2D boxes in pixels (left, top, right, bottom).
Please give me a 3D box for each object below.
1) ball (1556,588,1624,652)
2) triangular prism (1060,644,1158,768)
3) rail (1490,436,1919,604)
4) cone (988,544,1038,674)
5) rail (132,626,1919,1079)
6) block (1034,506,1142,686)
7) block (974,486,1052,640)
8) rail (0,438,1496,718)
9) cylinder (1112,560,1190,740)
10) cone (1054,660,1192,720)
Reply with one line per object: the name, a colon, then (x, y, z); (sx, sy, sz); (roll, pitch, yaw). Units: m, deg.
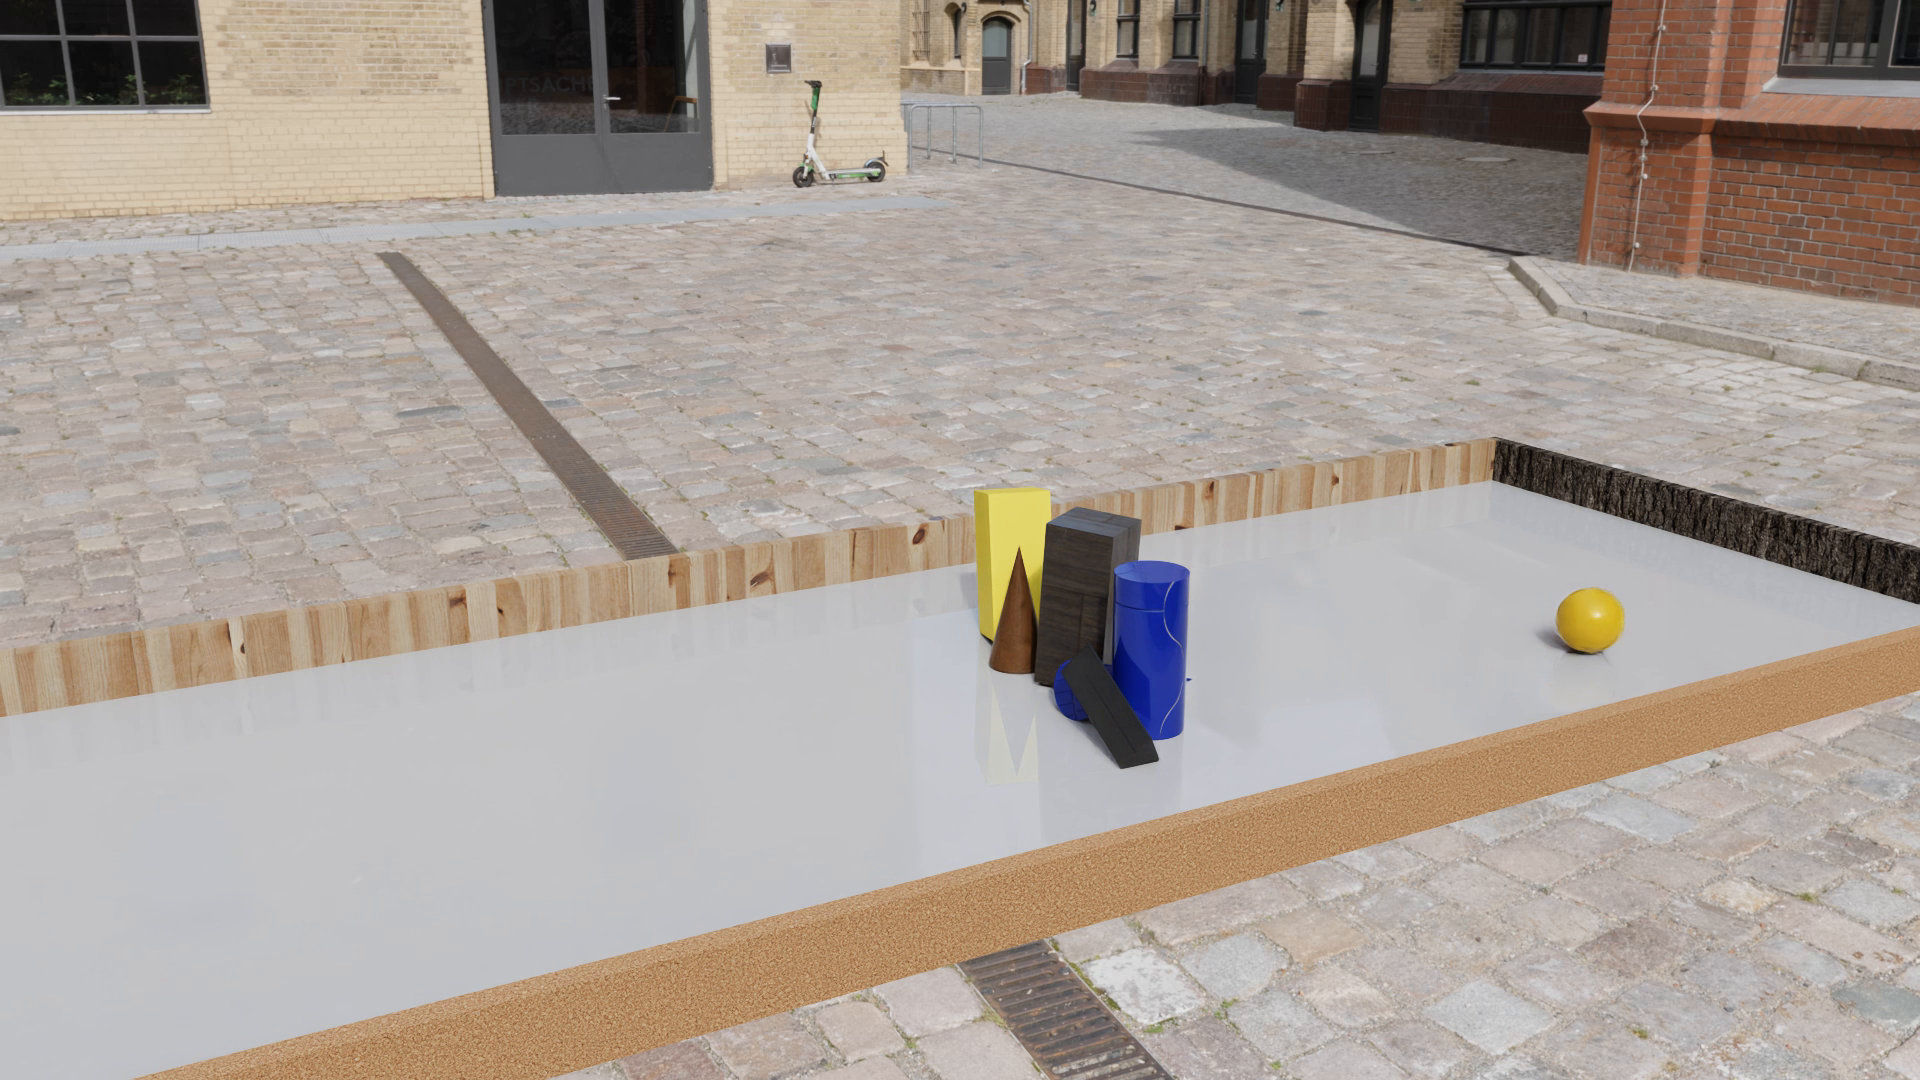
ball: (1.654, 0.212, 4.333); (0.170, 0.170, 0.170); (0, 16, 0)
triangular prism: (0.347, 0.367, 3.722); (0.100, 0.087, 0.300); (-8, 45, -26)
rail: (2.466, -0.048, 5.253); (0.050, 0.150, 2.100); (-9, 18, -27)
cone: (0.150, 0.165, 4.221); (0.156, 0.322, 0.156); (0, 16, 0)
rail: (-2.336, 1.006, 1.665); (12.000, 0.150, 0.050); (-9, 18, -27)
block: (0.316, 0.151, 4.086); (0.177, 0.414, 0.177); (12, 20, 26)
block: (0.145, 0.061, 4.413); (0.167, 0.389, 0.167); (-4, 6, -12)
rail: (-3.305, 0.497, 3.399); (12.000, 0.150, 0.050); (-9, 18, -27)
cylinder: (0.439, 0.254, 3.816); (0.173, 0.380, 0.173); (0, 16, 0)
cone: (0.430, 0.352, 4.029); (0.412, 0.146, 0.146); (-1, 13, -40)
